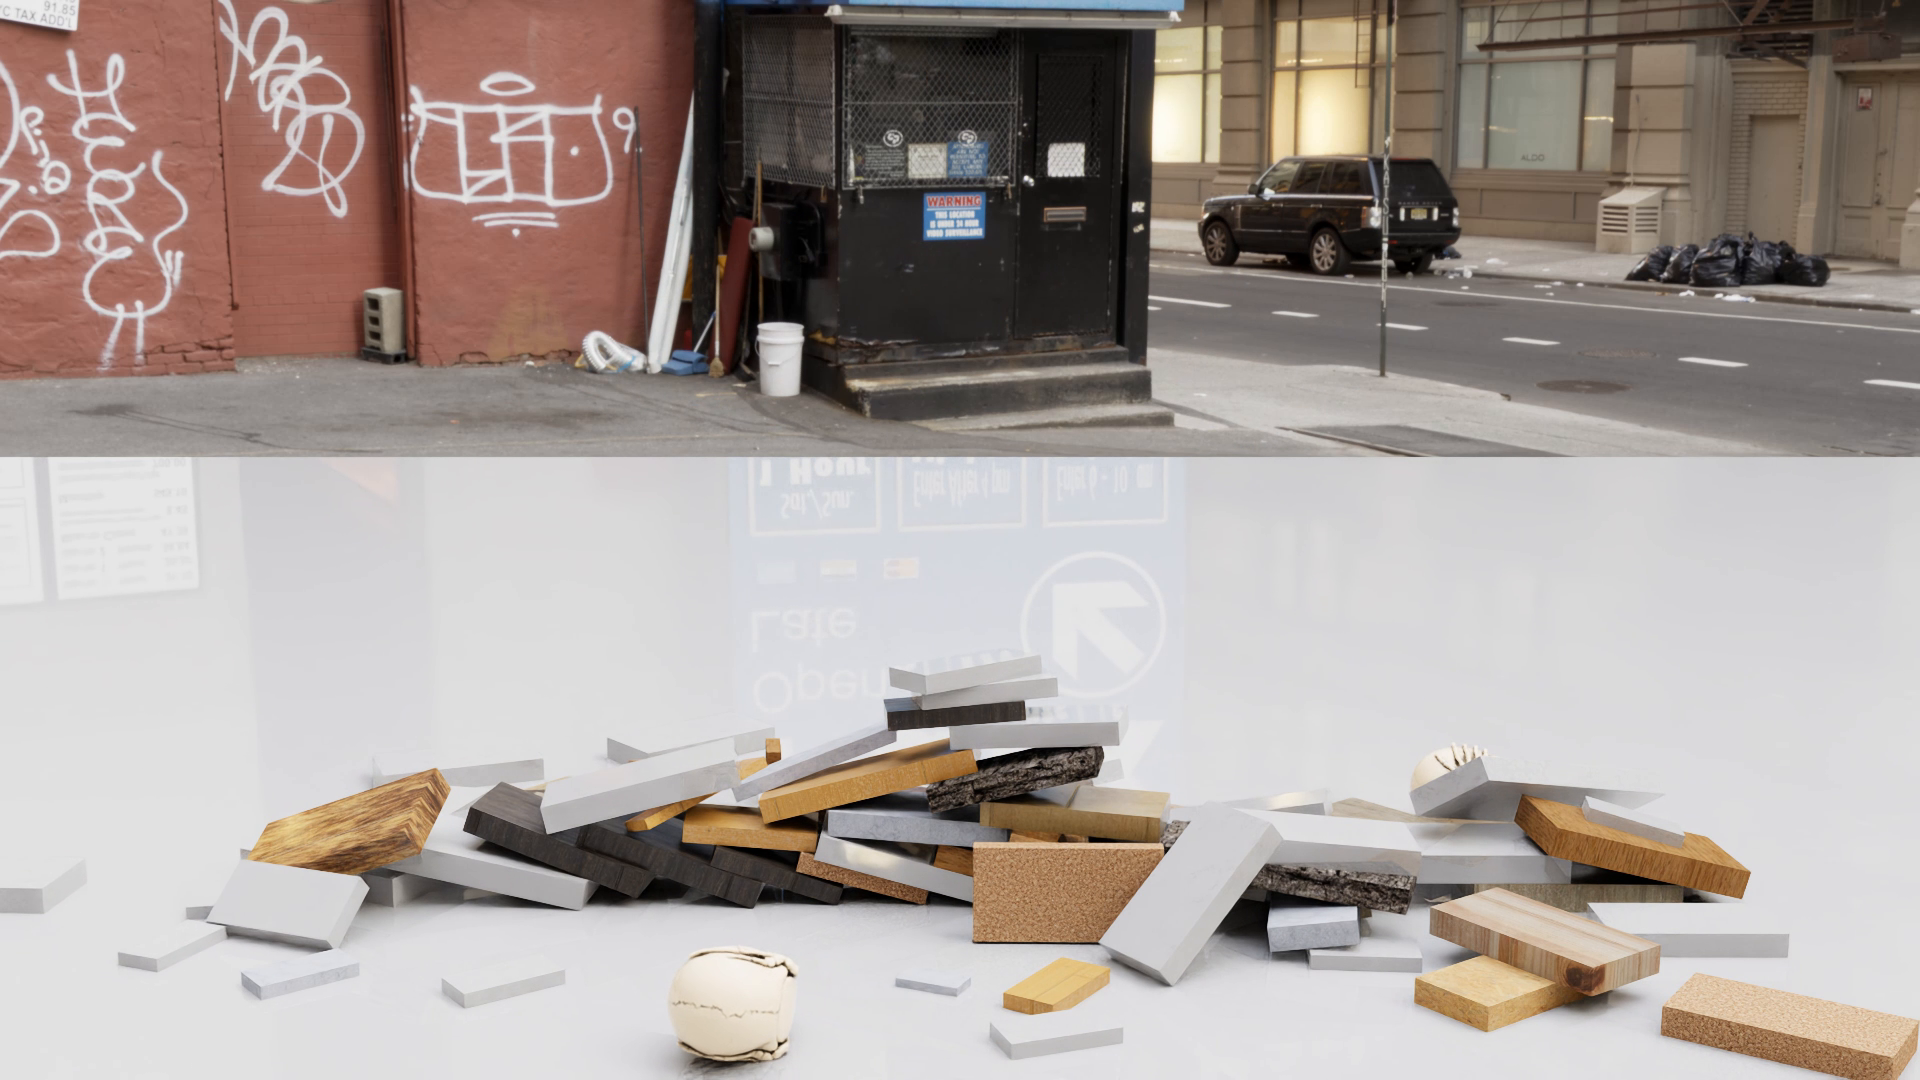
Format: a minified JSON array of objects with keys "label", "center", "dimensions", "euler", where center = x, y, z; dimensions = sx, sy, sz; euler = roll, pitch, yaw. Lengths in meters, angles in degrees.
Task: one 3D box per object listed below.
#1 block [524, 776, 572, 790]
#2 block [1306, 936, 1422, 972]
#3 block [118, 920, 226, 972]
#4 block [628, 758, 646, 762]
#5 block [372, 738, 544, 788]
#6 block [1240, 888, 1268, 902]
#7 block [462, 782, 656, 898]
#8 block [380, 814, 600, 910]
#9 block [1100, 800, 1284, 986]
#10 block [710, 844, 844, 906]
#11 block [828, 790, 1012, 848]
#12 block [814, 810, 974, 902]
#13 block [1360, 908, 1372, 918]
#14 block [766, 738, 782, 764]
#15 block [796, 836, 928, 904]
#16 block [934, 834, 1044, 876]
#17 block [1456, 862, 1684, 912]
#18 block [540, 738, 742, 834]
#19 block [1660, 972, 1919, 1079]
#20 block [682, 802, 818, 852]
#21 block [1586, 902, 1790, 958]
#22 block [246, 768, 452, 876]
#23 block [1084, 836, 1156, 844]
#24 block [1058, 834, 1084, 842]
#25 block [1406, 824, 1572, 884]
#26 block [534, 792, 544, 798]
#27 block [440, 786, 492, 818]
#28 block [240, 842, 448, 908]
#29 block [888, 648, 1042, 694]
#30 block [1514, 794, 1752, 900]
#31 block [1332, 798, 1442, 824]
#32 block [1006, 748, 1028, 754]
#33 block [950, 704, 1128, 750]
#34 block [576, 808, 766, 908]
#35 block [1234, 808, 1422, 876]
[{"label":"block","center":[-0.777,0.484,4.175],"dimensions":[0.081,0.023,0.161],"euler":[8,13,37]},{"label":"block","center":[0.618,0.634,3.369],"dimensions":[0.167,0.024,0.084],"euler":[1,11,5]},{"label":"block","center":[-1.219,0.628,3.406],"dimensions":[0.076,0.022,0.152],"euler":[4,11,22]},{"label":"block","center":[-0.533,0.435,4.186],"dimensions":[0.146,0.041,0.293],"euler":[-3,-4,-18]},{"label":"block","center":[-0.987,0.447,4.322],"dimensions":[0.307,0.043,0.153],"euler":[-4,11,-22]},{"label":"block","center":[0.401,0.552,3.647],"dimensions":[0.198,0.028,0.099],"euler":[11,13,-15]},{"label":"block","center":[-0.655,0.498,3.671],"dimensions":[0.310,0.044,0.155],"euler":[20,11,4]},{"label":"block","center":[-0.773,0.532,3.673],"dimensions":[0.340,0.048,0.170],"euler":[12,11,2]},{"label":"block","center":[0.353,0.536,3.361],"dimensions":[0.288,0.041,0.144],"euler":[-49,32,-18]},{"label":"block","center":[-0.302,0.540,3.651],"dimensions":[0.219,0.031,0.109],"euler":[18,11,-6]},{"label":"block","center":[-0.061,0.459,3.644],"dimensions":[0.293,0.042,0.147],"euler":[4,10,6]},{"label":"block","center":[-0.091,0.528,3.661],"dimensions":[0.293,0.042,0.147],"euler":[15,10,-2]},{"label":"block","center":[0.622,0.585,3.605],"dimensions":[0.079,0.022,0.158],"euler":[-8,10,2]},{"label":"block","center":[-0.325,0.443,3.832],"dimensions":[0.025,0.177,0.089],"euler":[0,11,-6]},{"label":"block","center":[-0.160,0.547,3.660],"dimensions":[0.219,0.031,0.109],"euler":[15,10,-3]},{"label":"block","center":[0.106,0.535,3.657],"dimensions":[0.293,0.042,0.147],"euler":[14,10,-1]},{"label":"block","center":[1.007,0.568,3.659],"dimensions":[0.338,0.048,0.169],"euler":[0,11,1]},{"label":"block","center":[-0.526,0.405,3.643],"dimensions":[0.321,0.046,0.161],"euler":[-14,9,-4]},{"label":"block","center":[1.156,0.680,3.066],"dimensions":[0.307,0.043,0.153],"euler":[7,13,34]},{"label":"block","center":[-0.347,0.477,3.655],"dimensions":[0.219,0.031,0.109],"euler":[5,12,-4]},{"label":"block","center":[1.138,0.611,3.449],"dimensions":[0.273,0.039,0.136],"euler":[0,11,0]},{"label":"block","center":[-1.014,0.489,3.606],"dimensions":[0.340,0.048,0.170],"euler":[-19,27,17]},{"label":"block","center":[0.303,0.512,3.585],"dimensions":[0.198,0.028,0.099],"euler":[13,13,0]},{"label":"block","center":[0.262,0.542,3.638],"dimensions":[0.198,0.028,0.099],"euler":[21,10,-11]},{"label":"block","center":[0.824,0.520,3.654],"dimensions":[0.338,0.048,0.169],"euler":[0,11,0]},{"label":"block","center":[-0.622,0.512,3.855],"dimensions":[0.310,0.044,0.155],"euler":[9,12,6]},{"label":"block","center":[-0.935,0.484,3.904],"dimensions":[0.116,0.033,0.232],"euler":[3,9,13]},{"label":"block","center":[-1.039,0.550,3.752],"dimensions":[0.340,0.048,0.170],"euler":[6,12,27]},{"label":"block","center":[0.009,0.214,3.610],"dimensions":[0.225,0.032,0.112],"euler":[-8,8,-32]},{"label":"block","center":[1.106,0.505,3.628],"dimensions":[0.338,0.048,0.169],"euler":[13,10,-8]},{"label":"block","center":[0.765,0.525,3.905],"dimensions":[0.148,0.042,0.297],"euler":[-9,14,-40]},{"label":"block","center":[0.154,0.453,4.305],"dimensions":[0.132,0.037,0.265],"euler":[1,11,4]},{"label":"block","center":[0.131,0.306,3.609],"dimensions":[0.276,0.039,0.138],"euler":[-2,7,11]},{"label":"block","center":[-0.471,0.517,3.669],"dimensions":[0.310,0.044,0.155],"euler":[20,11,1]},{"label":"block","center":[0.573,0.479,3.496],"dimensions":[0.290,0.041,0.145],"euler":[5,11,-1]}]
